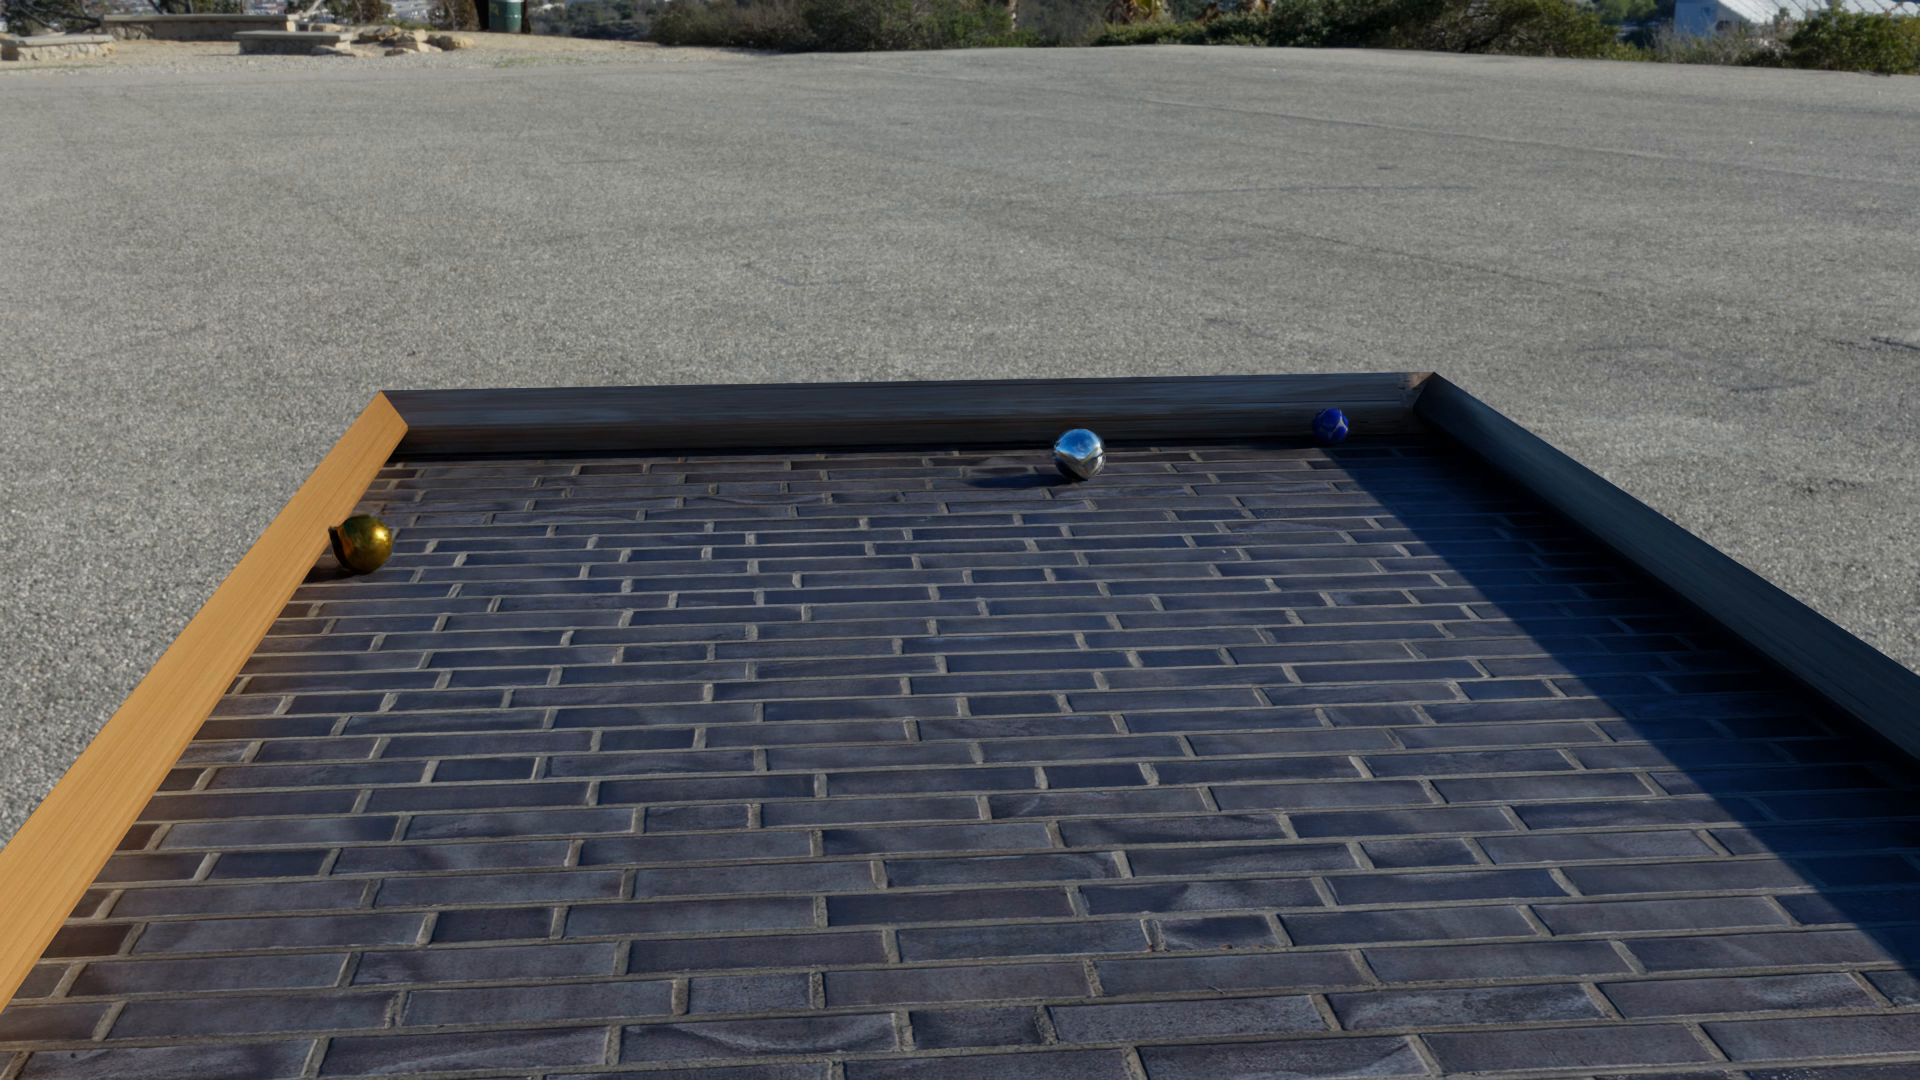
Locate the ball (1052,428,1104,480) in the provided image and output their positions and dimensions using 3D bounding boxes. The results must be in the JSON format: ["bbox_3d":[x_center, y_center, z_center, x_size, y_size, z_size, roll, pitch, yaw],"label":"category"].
[{"bbox_3d":[0.169,-0.123,3.128,0.073,0.073,0.073,0,15,0],"label":"ball"}]

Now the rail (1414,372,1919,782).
[{"bbox_3d":[0.839,0.145,2.098,0.045,0.095,2.749,-1,15,-5],"label":"rail"}]

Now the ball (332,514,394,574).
[{"bbox_3d":[-0.723,0.005,2.664,0.071,0.071,0.071,0,15,0],"label":"ball"}]

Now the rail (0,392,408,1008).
[{"bbox_3d":[-0.712,0.183,1.959,0.045,0.095,2.749,-1,15,-5],"label":"rail"}]

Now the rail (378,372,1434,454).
[{"bbox_3d":[-0.061,-0.189,3.326,1.605,0.095,0.045,-1,15,-5],"label":"rail"}]

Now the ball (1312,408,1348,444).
[{"bbox_3d":[0.563,-0.173,3.346,0.055,0.055,0.055,0,15,0],"label":"ball"}]
